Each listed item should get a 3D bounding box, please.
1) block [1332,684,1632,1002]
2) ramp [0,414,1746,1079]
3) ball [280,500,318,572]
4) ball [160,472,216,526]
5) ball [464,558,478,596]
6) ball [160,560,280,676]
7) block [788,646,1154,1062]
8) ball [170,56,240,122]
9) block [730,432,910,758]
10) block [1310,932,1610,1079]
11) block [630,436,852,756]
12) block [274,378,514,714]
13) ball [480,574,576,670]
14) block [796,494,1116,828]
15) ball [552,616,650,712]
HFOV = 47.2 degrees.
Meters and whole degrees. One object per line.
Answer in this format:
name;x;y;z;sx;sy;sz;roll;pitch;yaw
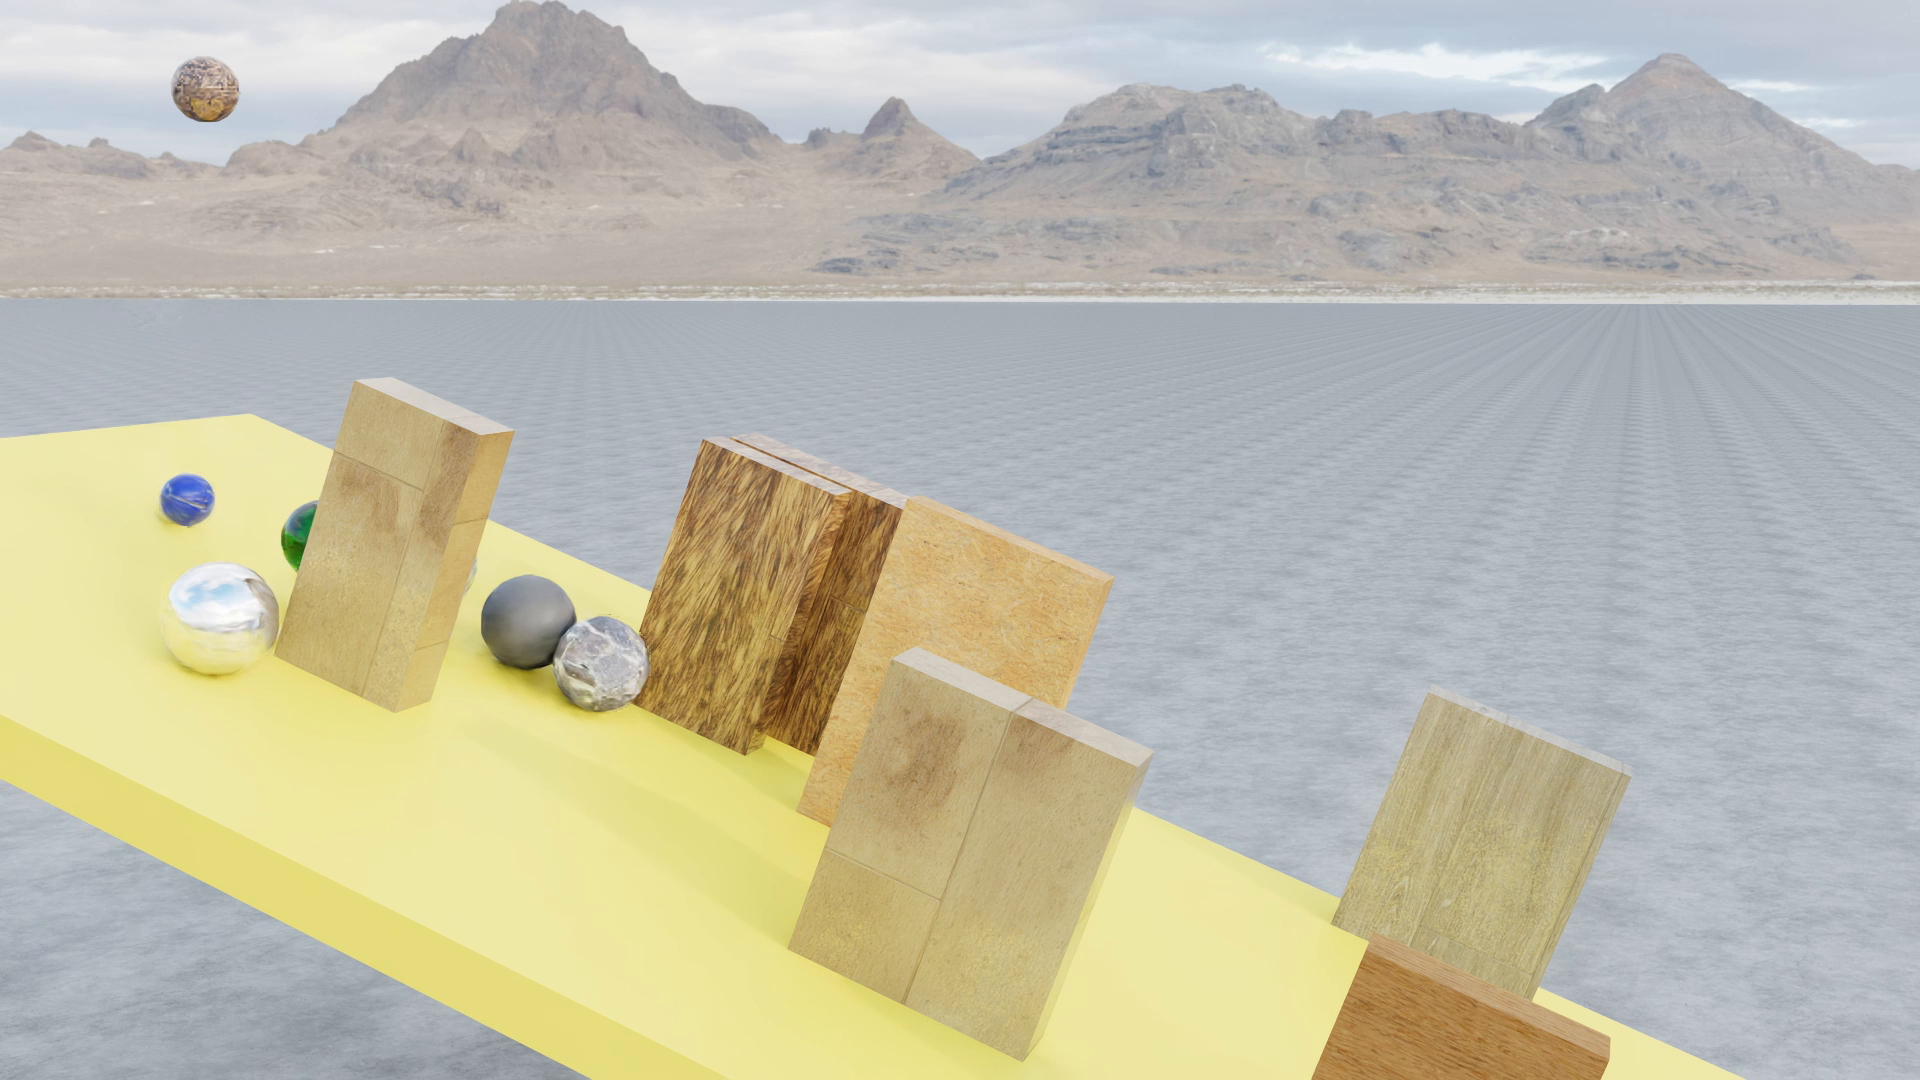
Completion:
block;1.103;0.651;4.671;0.443;0.554;0.104;23;13;13
ramp;-0.328;0.595;4.207;4.000;0.100;2.000;23;13;13
ball;-1.230;0.001;4.248;0.158;0.158;0.158;0;7;0
ball;-1.623;-0.085;4.619;0.111;0.111;0.111;0;7;0
ball;-1.115;0.051;4.640;0.190;0.190;0.190;0;7;0
ball;-1.317;0.139;3.916;0.204;0.204;0.204;0;7;0
block;0.014;0.512;3.616;0.435;0.534;0.125;23;13;13
ball;-1.624;-0.970;4.733;0.142;0.142;0.142;0;7;0
block;-0.362;0.116;4.663;0.422;0.564;0.142;23;13;13
block;0.664;0.871;3.163;0.357;0.500;0.096;23;13;13
block;-0.463;0.113;4.492;0.303;0.575;0.095;23;13;13
block;-1.052;0.007;4.081;0.271;0.552;0.126;23;13;13
ball;-0.881;0.168;4.493;0.194;0.194;0.194;0;7;0
block;-0.014;0.298;4.195;0.409;0.660;0.080;23;13;13
ball;-0.719;0.249;4.408;0.191;0.191;0.191;0;7;0
